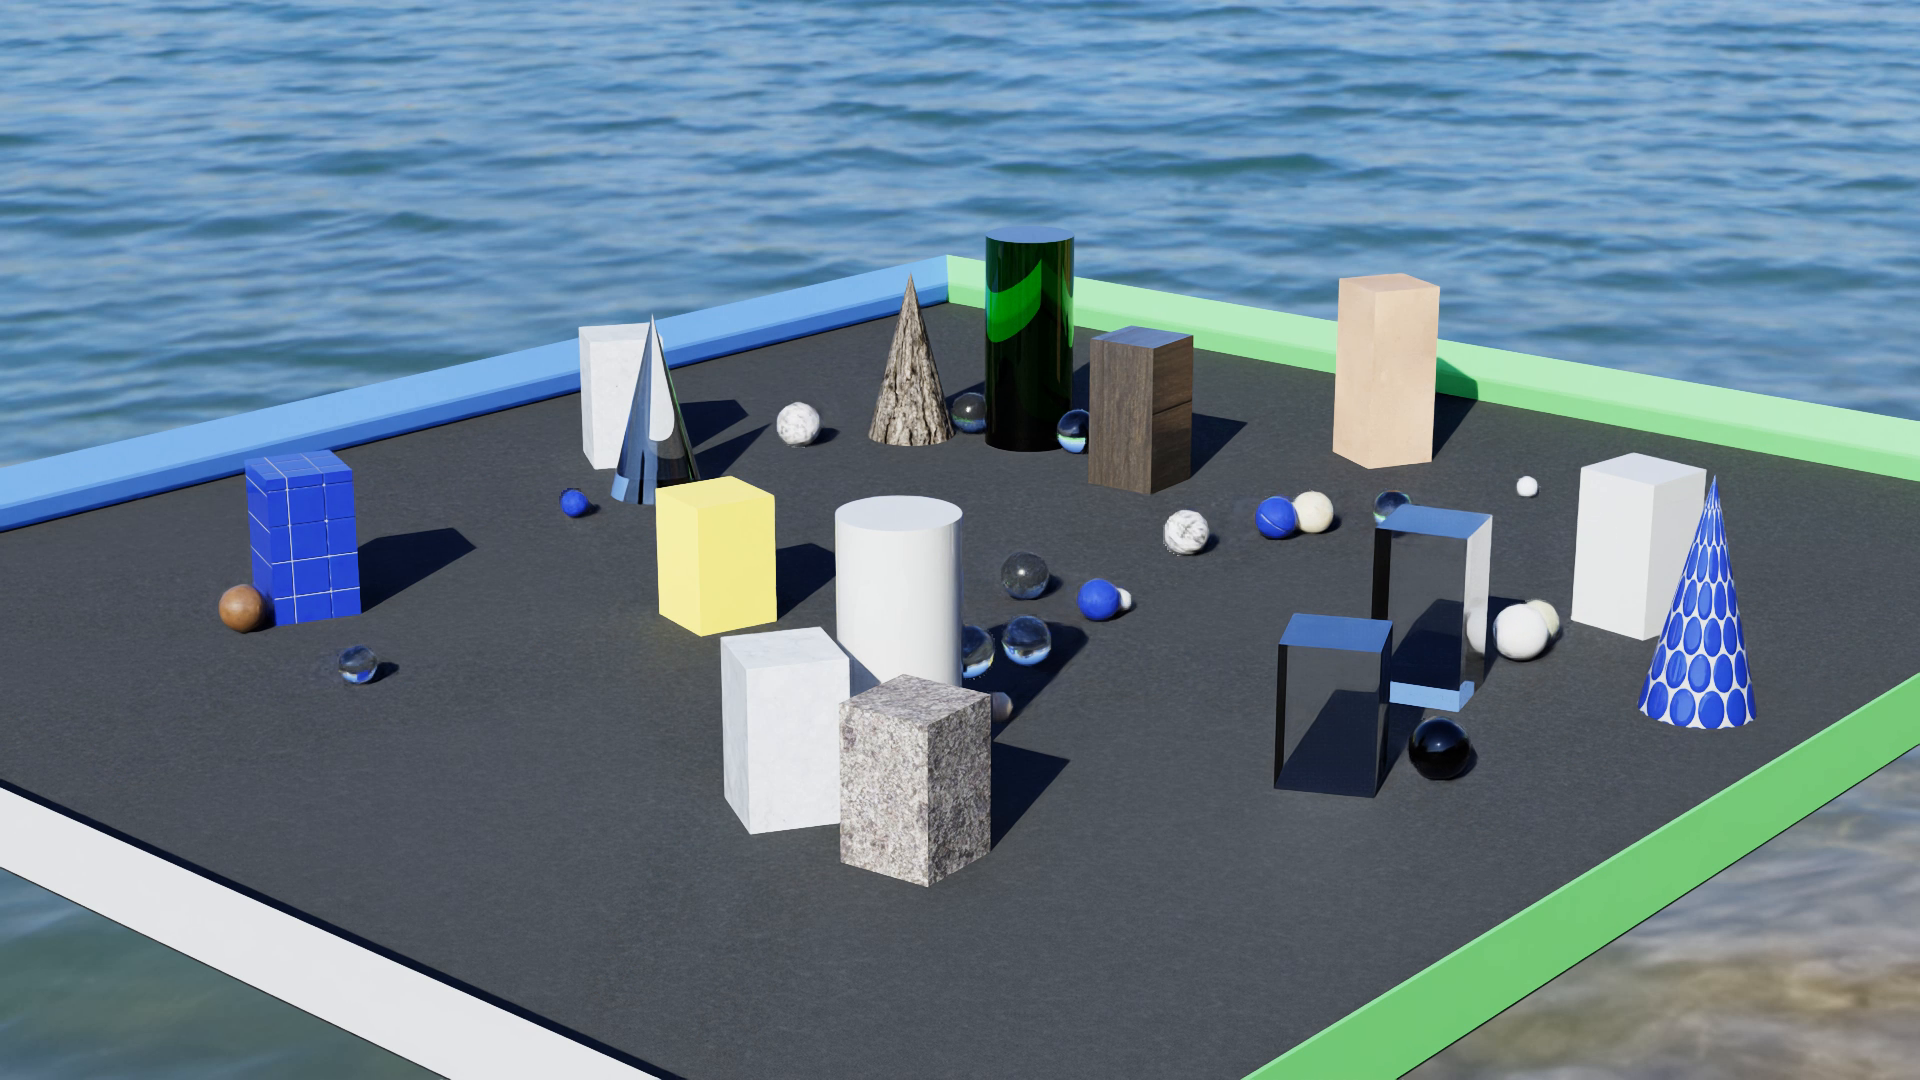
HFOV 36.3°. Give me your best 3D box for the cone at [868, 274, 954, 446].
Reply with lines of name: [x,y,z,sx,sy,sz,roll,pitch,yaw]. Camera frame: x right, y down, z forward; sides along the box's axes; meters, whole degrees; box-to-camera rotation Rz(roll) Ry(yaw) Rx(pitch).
cone: [-0.102,-0.388,6.109,0.183,0.348,0.183,0,17,0]

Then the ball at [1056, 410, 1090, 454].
ball: [0.242,-0.223,6.009,0.089,0.089,0.089,0,17,0]

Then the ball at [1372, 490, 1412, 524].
ball: [0.809,-0.055,5.479,0.076,0.076,0.076,0,17,0]

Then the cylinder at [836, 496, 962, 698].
cylinder: [-0.088,0.149,4.259,0.183,0.392,0.183,0,17,0]

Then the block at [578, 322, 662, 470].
block: [-0.684,-0.293,5.946,0.146,0.261,0.146,-5,17,-15]

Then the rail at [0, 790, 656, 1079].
rail: [-1.151,0.414,3.853,3.178,0.119,0.045,14,22,39]

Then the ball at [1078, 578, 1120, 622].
ball: [0.235,0.101,4.968,0.072,0.072,0.072,0,17,0]

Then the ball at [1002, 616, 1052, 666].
ball: [0.108,0.164,4.748,0.081,0.081,0.081,0,17,0]

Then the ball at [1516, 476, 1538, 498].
ball: [1.101,-0.102,5.692,0.042,0.042,0.042,0,17,0]

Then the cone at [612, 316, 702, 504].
cone: [-0.592,-0.265,5.686,0.183,0.357,0.183,0,17,0]

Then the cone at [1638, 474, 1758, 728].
cone: [1.147,0.081,4.509,0.183,0.378,0.183,0,17,0]

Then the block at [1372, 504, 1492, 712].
block: [0.737,0.105,4.598,0.146,0.280,0.146,8,18,24]

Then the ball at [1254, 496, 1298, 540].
ball: [0.585,-0.041,5.423,0.079,0.079,0.079,0,17,0]

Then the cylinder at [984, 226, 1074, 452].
cylinder: [0.143,-0.415,6.048,0.183,0.436,0.183,0,17,0]

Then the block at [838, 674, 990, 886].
block: [-0.060,0.323,3.967,0.146,0.229,0.146,12,20,33]

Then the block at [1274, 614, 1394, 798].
block: [0.543,0.239,4.257,0.146,0.221,0.146,4,17,14]

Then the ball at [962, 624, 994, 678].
ball: [0.012,0.178,4.691,0.086,0.086,0.086,0,17,0]

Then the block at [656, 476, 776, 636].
block: [-0.412,0.026,4.961,0.146,0.222,0.146,-11,20,-32]

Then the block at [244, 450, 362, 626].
block: [-1.121,-0.005,5.003,0.146,0.256,0.146,-8,19,-26]

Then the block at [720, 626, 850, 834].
block: [-0.246,0.266,4.130,0.146,0.242,0.146,-6,18,-18]

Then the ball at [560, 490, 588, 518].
ball: [-0.731,-0.069,5.563,0.052,0.052,0.052,0,17,0]

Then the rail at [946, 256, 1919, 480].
rail: [1.151,-0.354,6.390,3.178,0.119,0.045,14,22,39]

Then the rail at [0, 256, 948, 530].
rail: [-1.182,-0.268,6.104,0.045,0.119,3.557,14,22,39]

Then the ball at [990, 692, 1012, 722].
ball: [0.057,0.256,4.500,0.048,0.048,0.048,0,17,0]

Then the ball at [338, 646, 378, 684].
ball: [-0.959,0.199,4.667,0.060,0.060,0.060,0,17,0]

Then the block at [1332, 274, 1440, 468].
block: [0.862,-0.344,5.938,0.146,0.362,0.146,-7,18,-21]

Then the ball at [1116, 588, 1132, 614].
ball: [0.273,0.104,5.012,0.042,0.042,0.042,0,17,0]

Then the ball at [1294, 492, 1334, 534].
ball: [0.656,-0.051,5.458,0.080,0.080,0.080,0,17,0]

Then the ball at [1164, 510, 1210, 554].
ball: [0.412,-0.014,5.332,0.082,0.082,0.082,0,17,0]

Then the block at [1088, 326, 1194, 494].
block: [0.356,-0.258,5.773,0.146,0.292,0.146,12,21,34]

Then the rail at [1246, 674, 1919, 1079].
rail: [1.182,0.327,4.139,0.045,0.119,3.557,14,22,39]

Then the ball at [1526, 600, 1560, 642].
ball: [0.954,0.137,4.849,0.073,0.073,0.073,0,17,0]

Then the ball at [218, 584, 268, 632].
ball: [-1.202,0.114,4.913,0.080,0.080,0.080,0,17,0]

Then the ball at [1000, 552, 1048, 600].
ball: [0.112,0.061,5.079,0.084,0.084,0.084,0,17,0]

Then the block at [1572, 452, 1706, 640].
block: [1.142,0.009,4.935,0.146,0.268,0.146,-14,22,-40]

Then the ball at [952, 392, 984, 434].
ball: [0.024,-0.267,6.162,0.085,0.085,0.085,0,17,0]

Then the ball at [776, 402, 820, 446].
ball: [-0.333,-0.238,6.056,0.091,0.091,0.091,0,17,0]

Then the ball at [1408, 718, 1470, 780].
ball: [0.698,0.304,4.269,0.090,0.090,0.090,0,17,0]

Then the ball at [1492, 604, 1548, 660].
ball: [0.911,0.151,4.772,0.091,0.091,0.091,0,17,0]
